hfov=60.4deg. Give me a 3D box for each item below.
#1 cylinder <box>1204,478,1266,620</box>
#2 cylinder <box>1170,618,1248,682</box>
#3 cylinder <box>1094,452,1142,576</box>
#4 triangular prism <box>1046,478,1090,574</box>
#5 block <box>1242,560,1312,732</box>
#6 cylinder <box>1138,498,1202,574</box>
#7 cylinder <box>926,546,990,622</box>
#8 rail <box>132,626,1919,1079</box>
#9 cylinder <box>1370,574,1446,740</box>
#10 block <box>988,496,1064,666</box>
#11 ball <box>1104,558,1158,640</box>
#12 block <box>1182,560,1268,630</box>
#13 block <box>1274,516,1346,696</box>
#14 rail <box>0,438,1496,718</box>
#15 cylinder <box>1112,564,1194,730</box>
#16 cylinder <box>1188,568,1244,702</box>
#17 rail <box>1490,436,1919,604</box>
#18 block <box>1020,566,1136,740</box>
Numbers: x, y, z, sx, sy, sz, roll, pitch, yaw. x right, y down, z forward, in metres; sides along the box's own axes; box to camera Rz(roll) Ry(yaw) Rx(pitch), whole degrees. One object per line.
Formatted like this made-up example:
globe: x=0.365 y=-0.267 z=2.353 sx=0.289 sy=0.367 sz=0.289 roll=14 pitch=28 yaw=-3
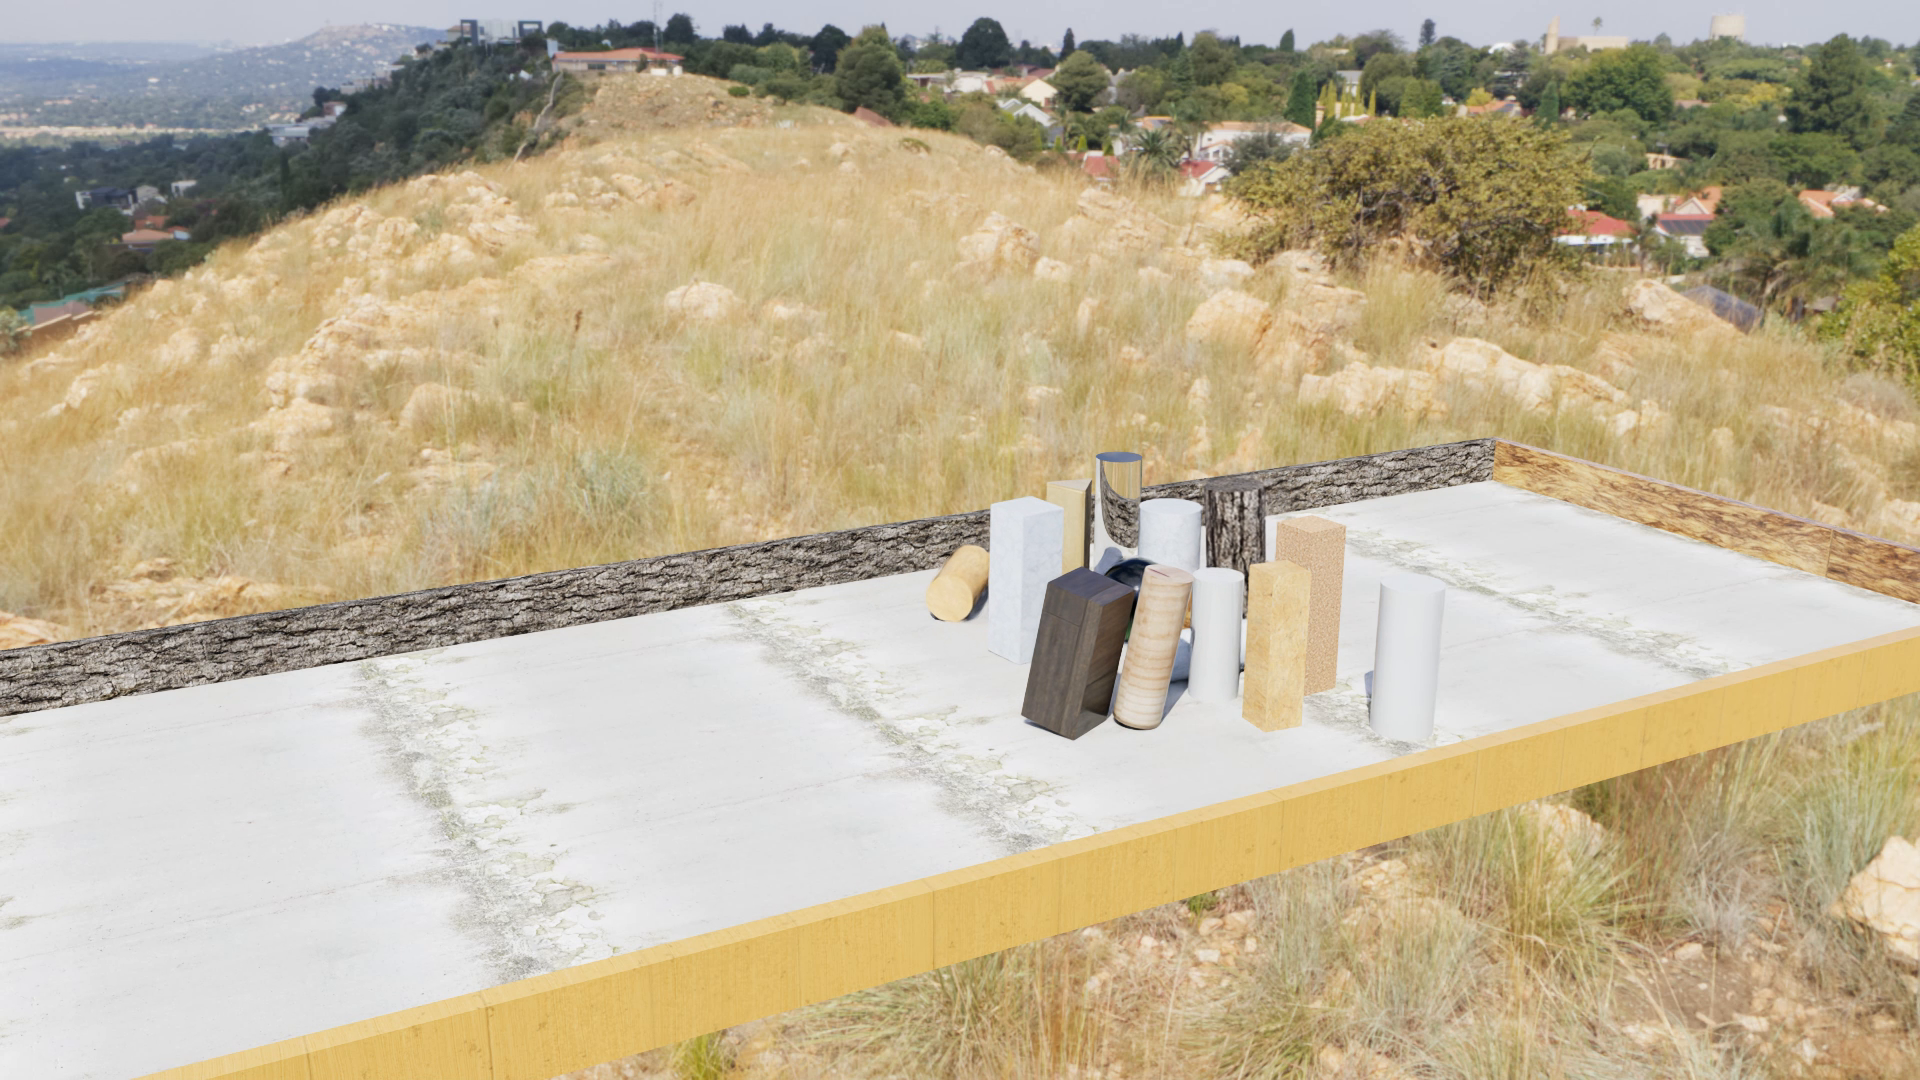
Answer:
cylinder: x=0.729 y=0.065 z=4.351 sx=0.156 sy=0.431 sz=0.156 roll=-4 pitch=15 yaw=1
cylinder: x=0.651 y=0.276 z=4.194 sx=0.335 sy=0.125 sz=0.125 roll=-8 pitch=18 yaw=-24
cylinder: x=0.465 y=-0.059 z=4.873 sx=0.137 sy=0.384 sz=0.137 roll=0 pitch=16 yaw=0
triangular prism: x=0.327 y=0.021 z=4.617 sx=0.131 sy=0.375 sz=0.114 roll=15 pitch=22 yaw=40
block: x=0.736 y=0.247 z=3.841 sx=0.100 sy=0.379 sz=0.100 roll=-7 pitch=18 yaw=-21
cylinder: x=0.584 y=0.056 z=4.616 sx=0.174 sy=0.310 sz=0.174 roll=0 pitch=16 yaw=0
cylinder: x=0.004 y=0.122 z=4.702 sx=0.135 sy=0.135 sz=0.301 roll=4 pitch=17 yaw=12
rail: x=-2.336 y=1.006 z=1.665 sx=12.000 sy=0.150 sz=0.050 roll=-9 pitch=18 yaw=-27
cylinder: x=1.033 y=0.269 z=3.808 sx=0.145 sy=0.356 sz=0.145 roll=0 pitch=16 yaw=0
block: x=0.169 y=0.104 z=4.280 sx=0.133 sy=0.401 sz=0.133 roll=-12 pitch=22 yaw=-35
ball: x=0.476 y=0.160 z=4.414 sx=0.224 sy=0.224 sz=0.224 roll=0 pitch=16 yaw=0
block: x=0.740 y=0.162 z=4.566 sx=0.374 sy=0.133 sz=0.133 roll=-11 pitch=20 yaw=-33
block: x=0.853 y=0.162 z=4.060 sx=0.117 sy=0.420 sz=0.117 roll=-10 pitch=19 yaw=-31
rail: x=-3.305 y=0.497 z=3.399 sx=12.000 sy=0.150 sz=0.050 roll=-9 pitch=18 yaw=-27
cylinder: x=0.448 y=0.248 z=3.833 sx=0.115 sy=0.367 sz=0.115 roll=9 pitch=18 yaw=-3
cylinder: x=0.624 y=0.232 z=4.024 sx=0.124 sy=0.306 sz=0.124 roll=0 pitch=16 yaw=0
rail: x=2.466 y=-0.048 z=5.253 sx=0.050 sy=0.150 sz=2.100 roll=-9 pitch=18 yaw=-27
block: x=0.272 y=0.261 z=3.813 sx=0.148 sy=0.346 sz=0.148 roll=23 pitch=26 yaw=29
